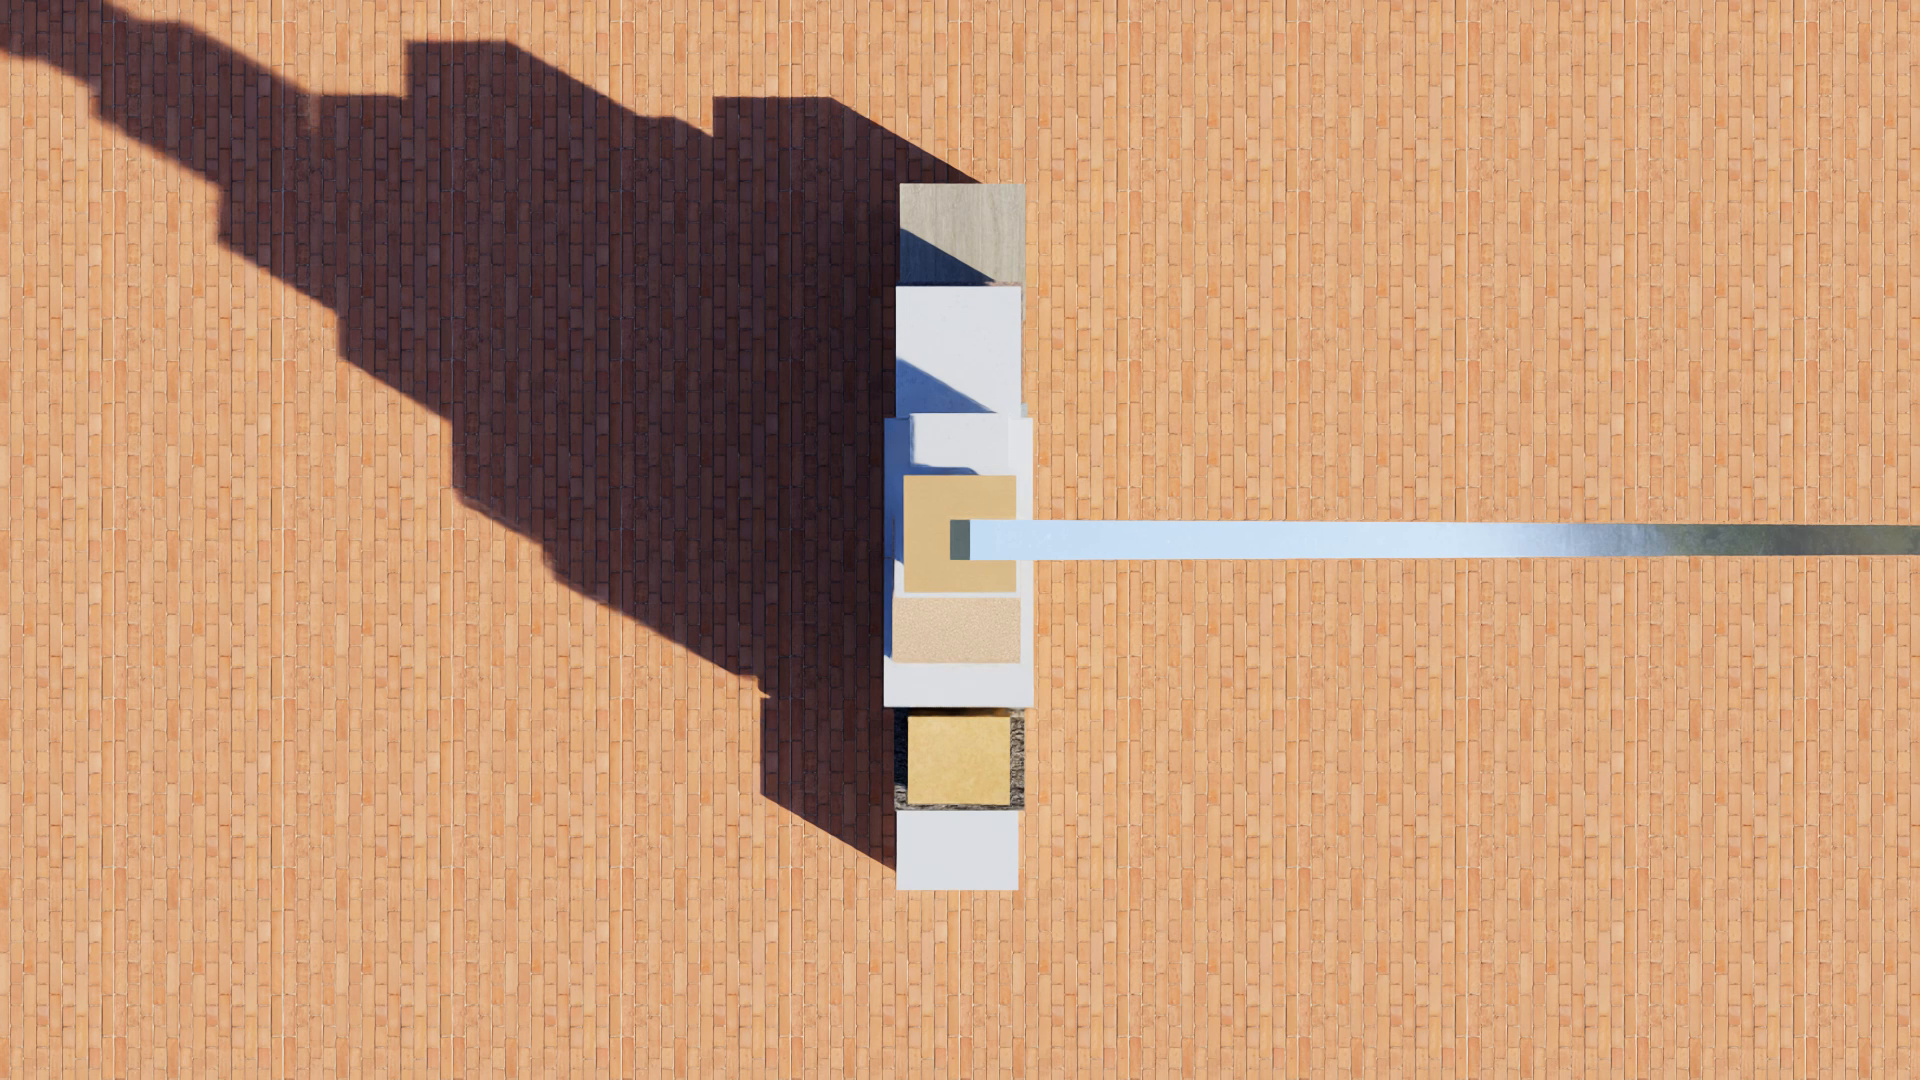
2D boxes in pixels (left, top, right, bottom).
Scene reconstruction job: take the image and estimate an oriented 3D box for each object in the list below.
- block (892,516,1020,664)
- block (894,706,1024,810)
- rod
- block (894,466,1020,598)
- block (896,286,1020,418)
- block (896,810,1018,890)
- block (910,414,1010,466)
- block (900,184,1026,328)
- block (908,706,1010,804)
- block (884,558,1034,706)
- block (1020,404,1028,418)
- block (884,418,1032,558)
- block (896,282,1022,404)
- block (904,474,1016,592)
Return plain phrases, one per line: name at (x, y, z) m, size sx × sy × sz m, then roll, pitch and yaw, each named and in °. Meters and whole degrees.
block at (-0.016, 0.243, 10.385) m, size 0.588 × 0.556 × 0.672 m, roll 0°, pitch 86°, yaw 0°
block at (-0.004, 1.048, 11.908) m, size 0.684 × 0.817 × 0.685 m, roll 0°, pitch 94°, yaw 0°
rod at (2.234, 0.000, 5.729) m, size 5.200 × 0.080 × 0.080 m, roll 0°, pitch 90°, yaw -31°
block at (-0.011, -0.034, 9.830) m, size 0.545 × 0.551 × 0.570 m, roll 0°, pitch 90°, yaw 0°
block at (-0.008, -0.932, 11.224) m, size 0.617 × 0.689 × 0.649 m, roll 0°, pitch 90°, yaw 0°
block at (-0.013, 1.690, 12.704) m, size 0.684 × 0.591 × 0.572 m, roll 0°, pitch 90°, yaw 0°
block at (-0.001, -0.345, 10.682) m, size 0.471 × 0.476 × 0.512 m, roll 0°, pitch 90°, yaw 0°
block at (0.016, -1.599, 12.597) m, size 0.697 × 0.807 × 0.754 m, roll 0°, pitch 90°, yaw 0°
block at (-0.005, 1.100, 11.272) m, size 0.510 × 0.447 × 0.440 m, roll 0°, pitch 92°, yaw 0°
block at (-0.006, 0.481, 11.072) m, size 0.722 × 0.847 × 0.715 m, roll 0°, pitch 86°, yaw 0°
block at (0.017, -0.385, 11.971) m, size 0.680 × 0.716 × 0.677 m, roll 0°, pitch 90°, yaw 0°
block at (-0.007, -0.258, 11.266) m, size 0.736 × 0.692 × 0.694 m, roll 0°, pitch 90°, yaw 0°
block at (-0.002, -1.046, 11.882) m, size 0.666 × 0.626 × 0.630 m, roll 0°, pitch 90°, yaw 0°
block at (0.000, -0.027, 8.952) m, size 0.445 × 0.518 × 0.464 m, roll 0°, pitch 91°, yaw 0°
